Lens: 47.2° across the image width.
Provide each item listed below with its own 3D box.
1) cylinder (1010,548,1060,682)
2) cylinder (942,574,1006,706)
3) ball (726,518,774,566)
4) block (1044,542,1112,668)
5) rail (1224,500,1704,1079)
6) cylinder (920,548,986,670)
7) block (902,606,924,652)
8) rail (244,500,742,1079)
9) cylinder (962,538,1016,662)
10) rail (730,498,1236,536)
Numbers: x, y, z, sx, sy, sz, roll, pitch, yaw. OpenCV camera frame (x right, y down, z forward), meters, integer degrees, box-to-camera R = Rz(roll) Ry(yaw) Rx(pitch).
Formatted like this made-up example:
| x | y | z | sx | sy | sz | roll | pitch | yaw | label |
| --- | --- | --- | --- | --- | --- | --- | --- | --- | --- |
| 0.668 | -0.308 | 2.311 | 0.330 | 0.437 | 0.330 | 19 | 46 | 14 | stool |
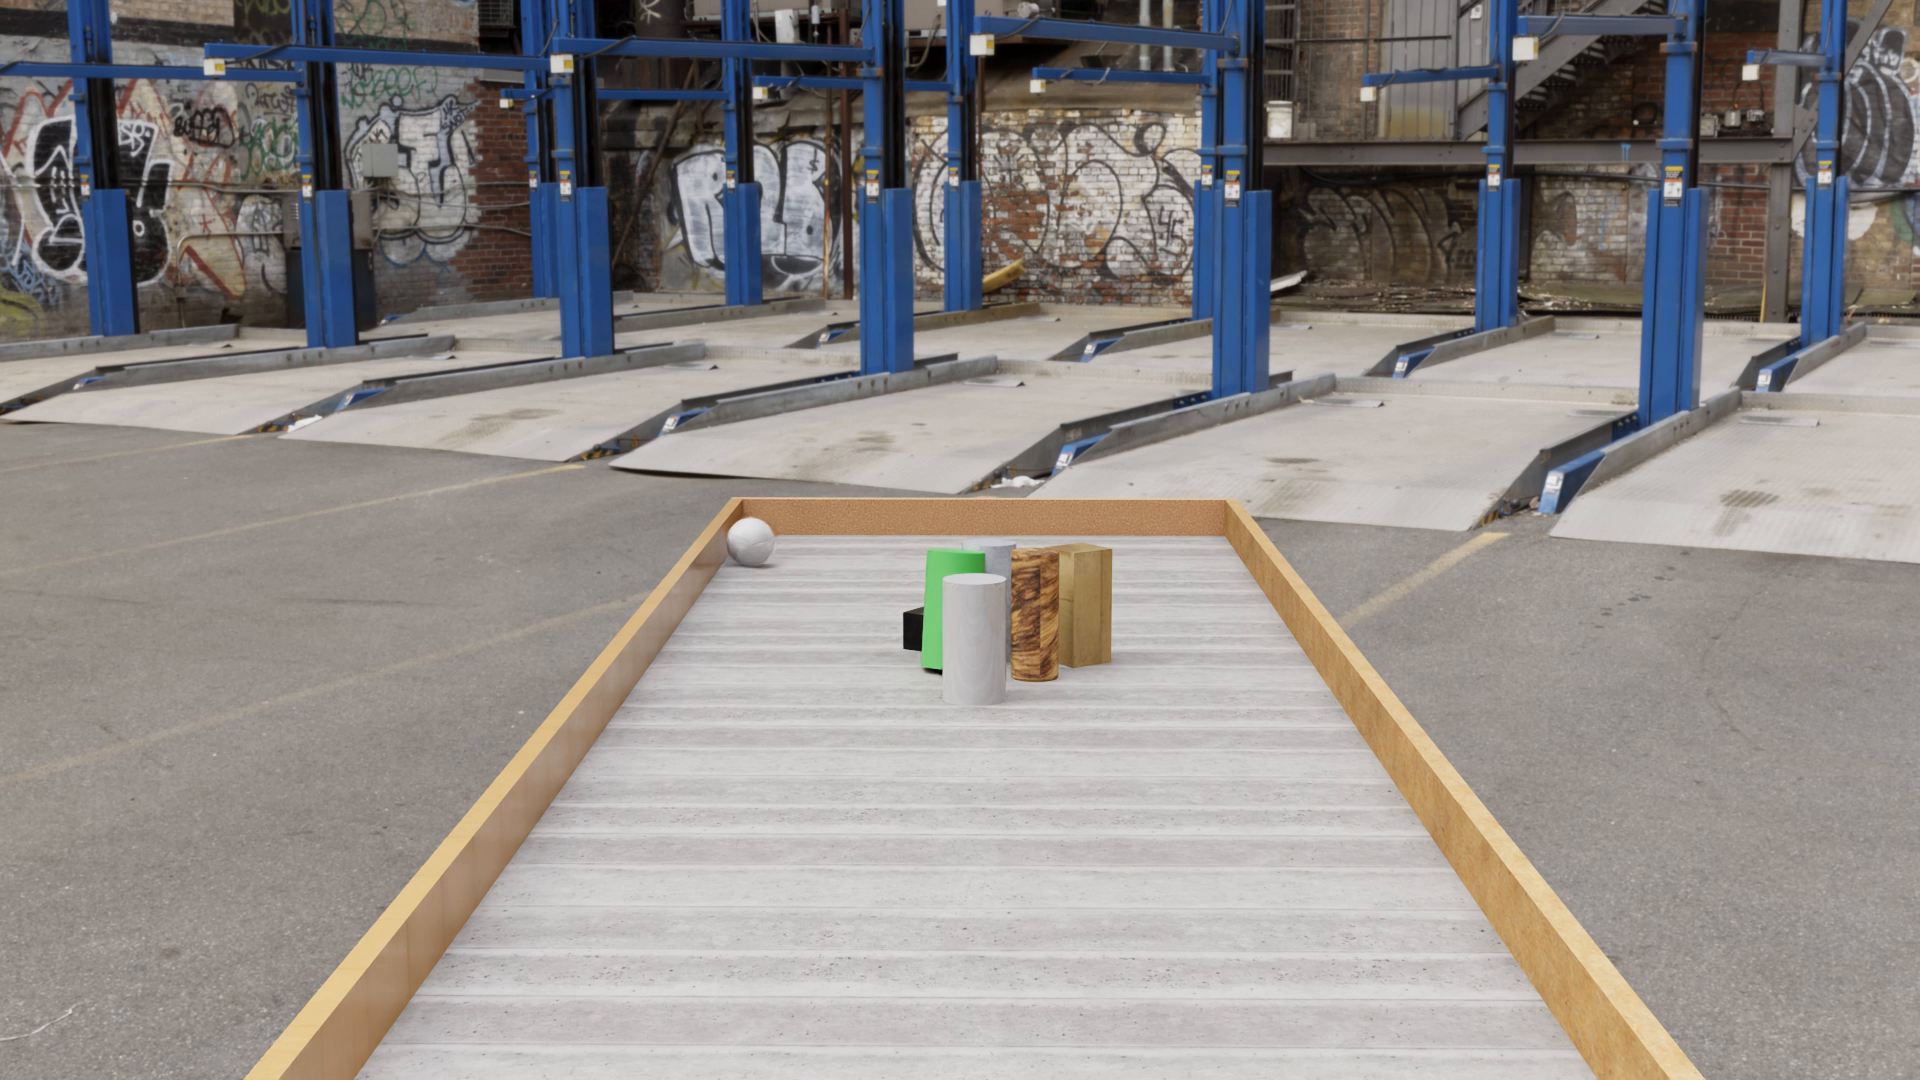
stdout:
| x | y | z | sx | sy | sz | roll | pitch | yaw | label |
| --- | --- | --- | --- | --- | --- | --- | --- | --- | --- |
| 0.220 | 0.218 | 6.440 | 0.140 | 0.374 | 0.140 | 0 | 9 | 0 | cylinder |
| 0.040 | 0.278 | 6.163 | 0.179 | 0.343 | 0.179 | 0 | 9 | 0 | cylinder |
| -0.799 | 0.006 | 8.380 | 0.185 | 0.185 | 0.185 | 0 | 9 | 0 | ball |
| 0.357 | 0.196 | 6.660 | 0.145 | 0.349 | 0.145 | -6 | 11 | -34 | block |
| 1.046 | 0.843 | 3.208 | 0.050 | 0.150 | 12.000 | 0 | 9 | 1 | rail |
| -0.020 | 0.206 | 6.550 | 0.174 | 0.346 | 0.174 | 3 | 3 | 0 | cylinder |
| -0.030 | 0.264 | 6.970 | 0.117 | 0.117 | 0.359 | 6 | 11 | 33 | block |
| -1.004 | 0.839 | 3.234 | 0.050 | 0.150 | 12.000 | 0 | 9 | 1 | rail |
| 0.085 | 0.183 | 6.701 | 0.165 | 0.356 | 0.165 | 1 | 8 | 0 | cylinder |
| 0.099 | -0.098 | 9.147 | 2.100 | 0.150 | 0.050 | 0 | 9 | 1 | rail |
